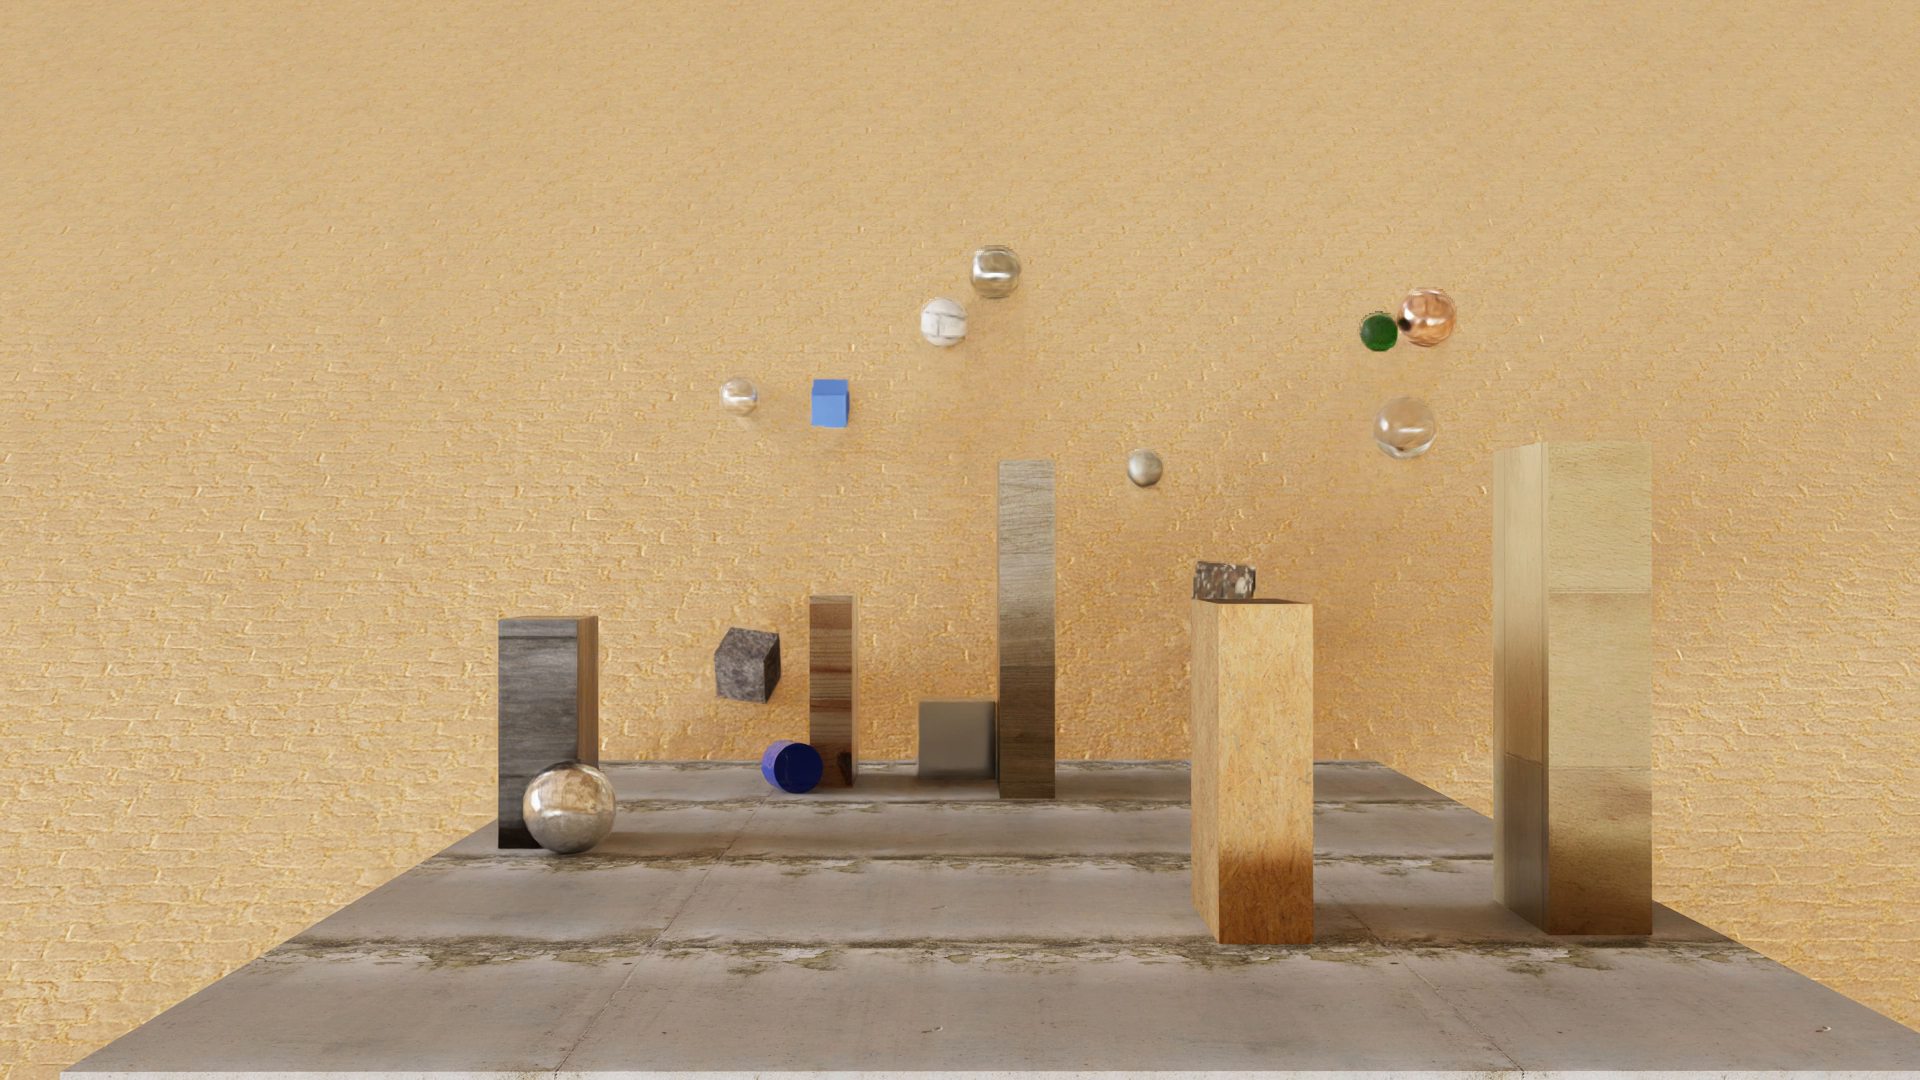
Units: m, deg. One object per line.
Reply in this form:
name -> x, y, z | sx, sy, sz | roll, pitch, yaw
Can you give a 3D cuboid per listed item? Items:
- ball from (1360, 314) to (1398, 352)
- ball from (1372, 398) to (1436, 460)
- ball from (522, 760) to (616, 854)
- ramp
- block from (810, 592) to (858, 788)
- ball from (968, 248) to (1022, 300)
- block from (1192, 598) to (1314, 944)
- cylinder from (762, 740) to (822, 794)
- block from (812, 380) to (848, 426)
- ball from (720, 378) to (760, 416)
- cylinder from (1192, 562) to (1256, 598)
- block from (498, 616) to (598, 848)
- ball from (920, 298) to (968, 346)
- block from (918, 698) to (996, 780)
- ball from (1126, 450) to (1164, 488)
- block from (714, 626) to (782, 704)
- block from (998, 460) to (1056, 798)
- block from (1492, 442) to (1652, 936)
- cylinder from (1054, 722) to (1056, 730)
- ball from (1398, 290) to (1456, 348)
ball -> 1.436, -0.709, 8.869 | 0.130, 0.130, 0.130 | 0, 31, 0
ball -> 1.407, -0.352, 8.200 | 0.198, 0.198, 0.198 | 0, 31, 0
ball -> -0.694, 0.475, 4.600 | 0.165, 0.165, 0.165 | 0, 31, 0
ramp -> 0.068, 0.608, 4.676 | 2.000, 0.100, 4.000 | 0, 0, 0
block -> -0.293, 0.346, 6.066 | 0.096, 0.437, 0.397 | 0, 0, 0
ball -> 0.126, -0.948, 9.216 | 0.187, 0.187, 0.187 | 0, 31, 0
block -> 0.419, 0.321, 3.755 | 0.129, 0.465, 0.418 | 0, 0, 0
cylinder -> -0.376, 0.507, 5.796 | 0.113, 0.113, 0.113 | -11, 3, -18
block -> -0.424, -0.447, 8.443 | 0.112, 0.112, 0.112 | 1, 31, 1
ball -> -0.719, -0.467, 8.464 | 0.126, 0.126, 0.126 | 0, 31, 0
cylinder -> 0.753, 0.151, 7.386 | 0.164, 0.164, 0.164 | 6, 31, 10
block -> -0.764, 0.352, 4.820 | 0.143, 0.415, 0.274 | 0, 0, 0
ball -> -0.054, -0.747, 8.898 | 0.164, 0.164, 0.164 | 0, 31, 0
block -> -0.007, 0.474, 6.200 | 0.182, 0.182, 0.182 | 0, 0, -1
ball -> 0.576, -0.222, 8.062 | 0.114, 0.114, 0.114 | 0, 31, 0
block -> -0.580, 0.343, 7.084 | 0.141, 0.141, 0.141 | 7, 31, 12
block -> 0.146, 0.195, 5.825 | 0.120, 0.737, 0.390 | 0, 0, 0
block -> 0.896, 0.208, 3.813 | 0.144, 0.691, 0.377 | 0, 0, 0
cylinder -> 0.173, 0.491, 6.660 | 0.109, 0.109, 0.109 | 15, 54, -21
ball -> 1.602, -0.762, 8.890 | 0.199, 0.199, 0.199 | 0, 31, 0
